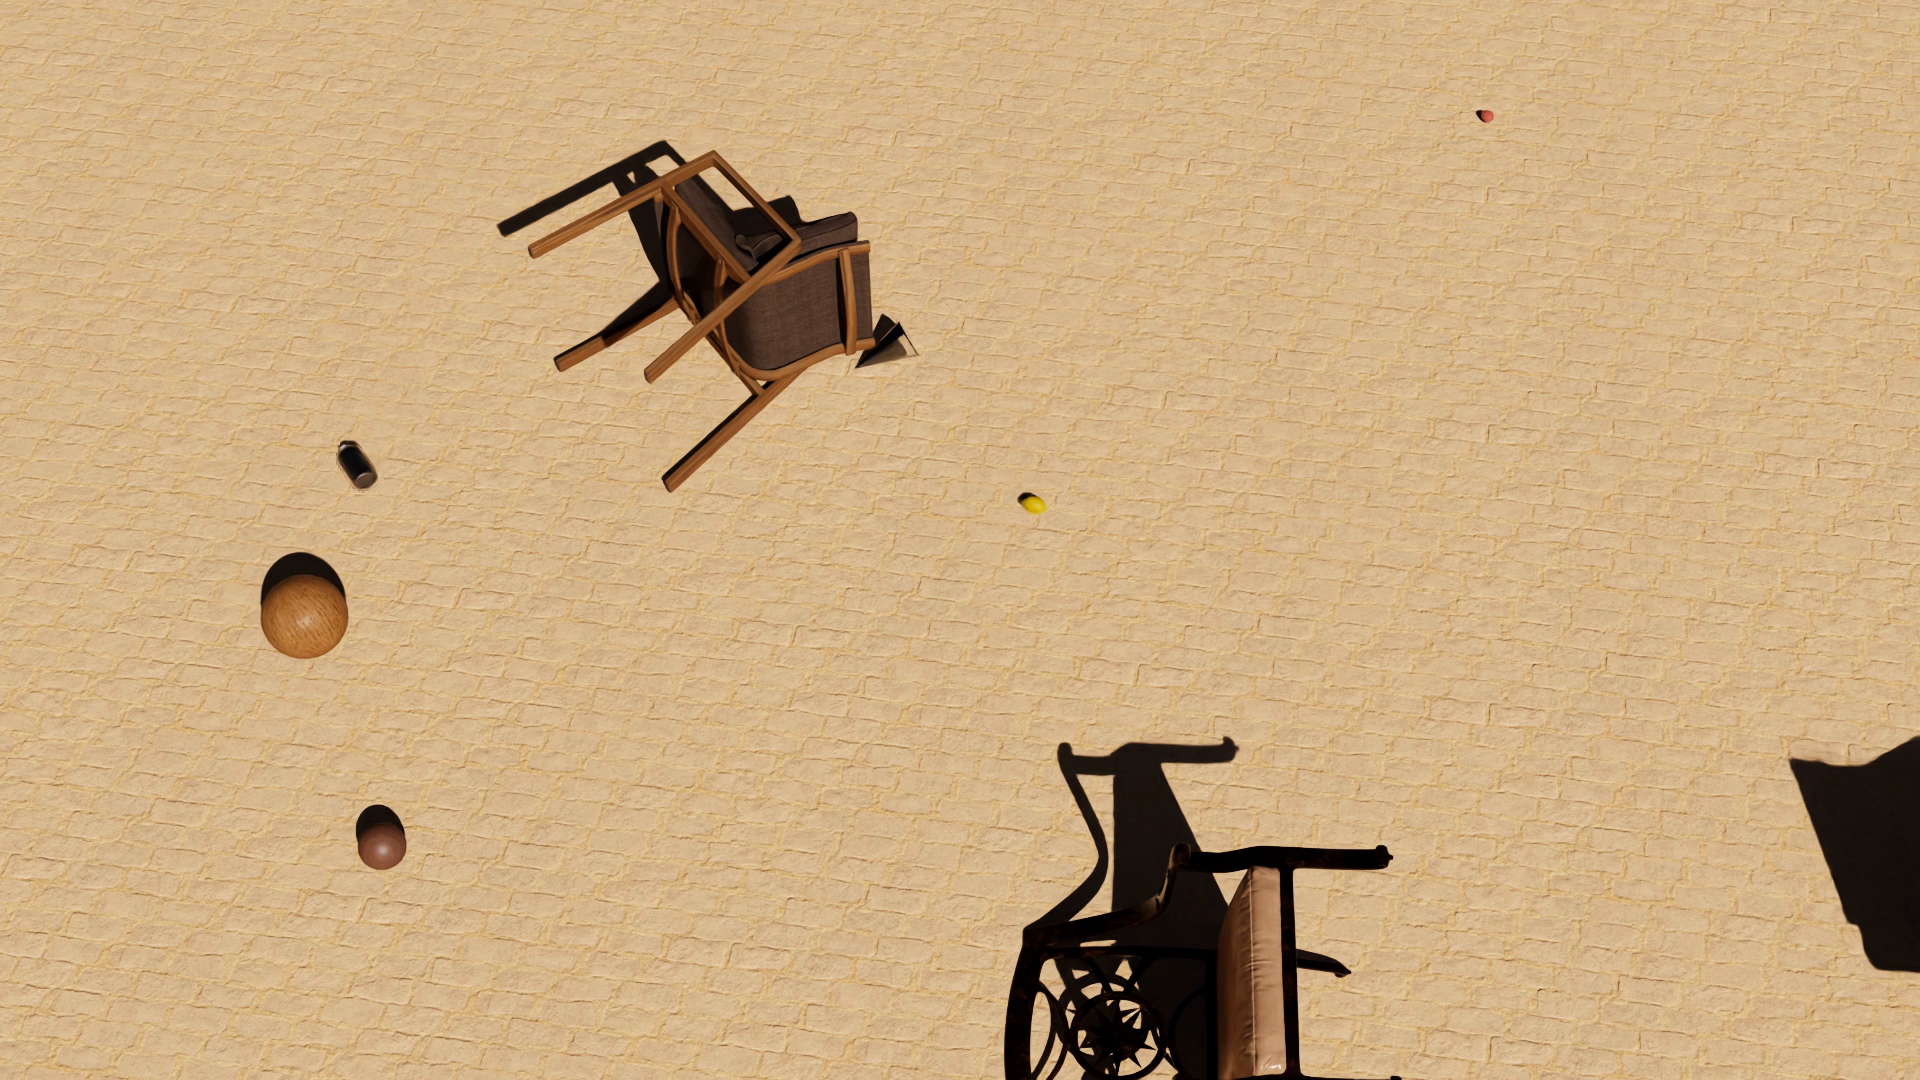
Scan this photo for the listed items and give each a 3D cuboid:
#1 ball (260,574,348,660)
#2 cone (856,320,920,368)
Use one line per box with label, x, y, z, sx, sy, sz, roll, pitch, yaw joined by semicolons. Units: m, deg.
ball;-1.872;0.219;6.281;0.242;0.242;0.242;0;56;0
cone;-0.246;-0.587;6.925;0.202;0.152;0.092;-28;47;6
